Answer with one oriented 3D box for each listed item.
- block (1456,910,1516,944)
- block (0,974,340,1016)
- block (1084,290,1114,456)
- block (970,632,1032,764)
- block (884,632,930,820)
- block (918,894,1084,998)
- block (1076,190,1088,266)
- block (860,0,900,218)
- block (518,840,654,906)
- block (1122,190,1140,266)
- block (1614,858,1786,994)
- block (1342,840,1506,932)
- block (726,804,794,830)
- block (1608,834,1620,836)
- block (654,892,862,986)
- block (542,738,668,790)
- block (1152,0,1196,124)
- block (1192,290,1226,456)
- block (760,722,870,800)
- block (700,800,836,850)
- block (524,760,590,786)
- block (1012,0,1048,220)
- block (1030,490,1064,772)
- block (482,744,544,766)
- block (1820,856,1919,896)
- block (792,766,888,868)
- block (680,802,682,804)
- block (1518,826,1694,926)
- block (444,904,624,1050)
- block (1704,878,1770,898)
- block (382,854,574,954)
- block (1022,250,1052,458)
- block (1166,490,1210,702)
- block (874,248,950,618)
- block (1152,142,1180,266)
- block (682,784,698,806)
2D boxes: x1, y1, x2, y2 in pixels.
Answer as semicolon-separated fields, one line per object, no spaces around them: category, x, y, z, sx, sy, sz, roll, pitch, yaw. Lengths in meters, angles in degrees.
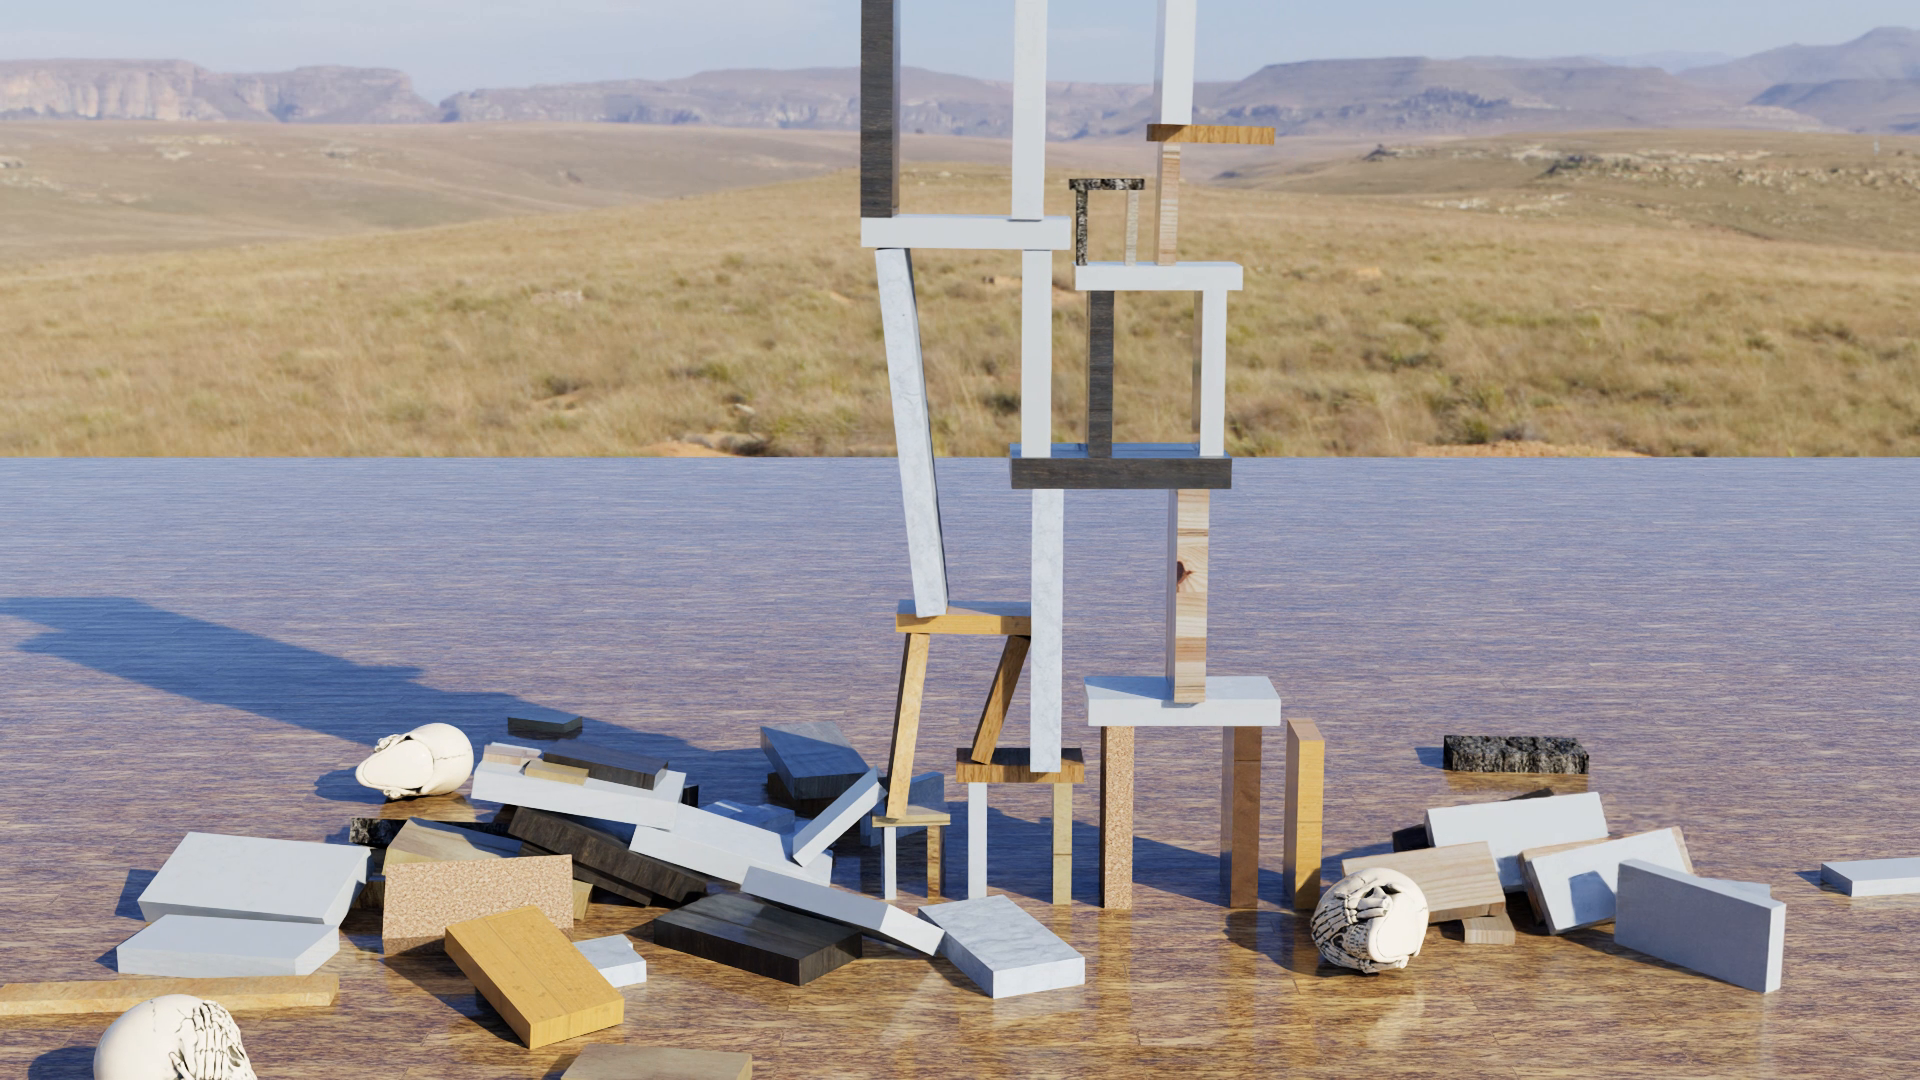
block;0.837;0.607;3.516;0.077;0.022;0.154;1;11;5
block;-1.159;0.664;3.215;0.480;0.020;0.071;-1;11;-4
block;0.222;-0.273;3.512;0.037;0.260;0.130;0;11;1
block;0.068;0.249;3.609;0.031;0.218;0.109;18;11;-1
block;-0.088;0.293;3.617;0.031;0.309;0.109;7;10;-5
block;0.059;0.622;3.382;0.148;0.042;0.297;-4;11;-23
block;0.192;-0.494;3.468;0.016;0.116;0.058;0;11;2
block;-0.124;-0.683;3.444;0.049;0.346;0.173;1;11;2
block;-0.610;0.528;3.629;0.228;0.032;0.114;23;9;-9
block;0.269;-0.494;3.467;0.016;0.116;0.058;2;11;0
block;1.120;0.584;3.342;0.037;0.132;0.265;-8;13;-37
block;0.740;0.554;3.518;0.236;0.033;0.118;-8;46;0
block;-0.367;0.499;3.897;0.071;0.020;0.141;8;13;38
block;1.036;0.527;3.789;0.265;0.037;0.132;0;-9;2
block;-0.315;0.617;3.411;0.297;0.042;0.148;8;13;35
block;-0.586;0.371;3.640;0.188;0.027;0.094;11;10;4
block;0.338;-0.932;3.384;0.046;0.575;0.162;2;11;0
block;0.397;-0.273;3.512;0.037;0.260;0.130;0;11;0
block;-0.281;0.423;4.250;0.149;0.042;0.371;-3;11;-14
block;-0.367;0.521;3.936;0.265;0.037;0.132;7;13;35
block;-0.654;0.378;3.571;0.095;0.014;0.048;10;10;-2
block;0.109;-0.679;3.432;0.049;0.346;0.173;1;11;2
block;0.141;0.131;3.578;0.049;0.461;0.173;0;11;2
block;-0.734;0.356;3.612;0.095;0.014;0.048;8;11;-11
block;1.567;0.568;3.713;0.190;0.027;0.095;-2;11;-10
block;-0.199;0.458;3.654;0.188;0.027;0.094;-42;11;5
block;-0.598;0.482;3.907;0.297;0.042;0.149;19;20;35
block;1.043;0.540;3.537;0.264;0.118;0.033;-8;-25;-5
block;-0.619;0.628;3.185;0.144;0.041;0.288;-9;25;-35
block;1.076;0.563;3.630;0.491;0.022;0.077;4;10;20
block;-0.755;0.572;3.458;0.288;0.041;0.144;-2;44;-10
block;0.122;-0.304;3.507;0.046;0.324;0.162;0;11;2
block;0.368;0.074;3.569;0.049;0.346;0.173;0;11;0
block;-0.075;-0.179;3.537;0.046;0.585;0.162;-6;10;3
block;0.326;-0.531;3.466;0.027;0.190;0.095;2;11;0
block;-0.688;0.473;4.123;0.370;0.037;0.132;2;-2;11
